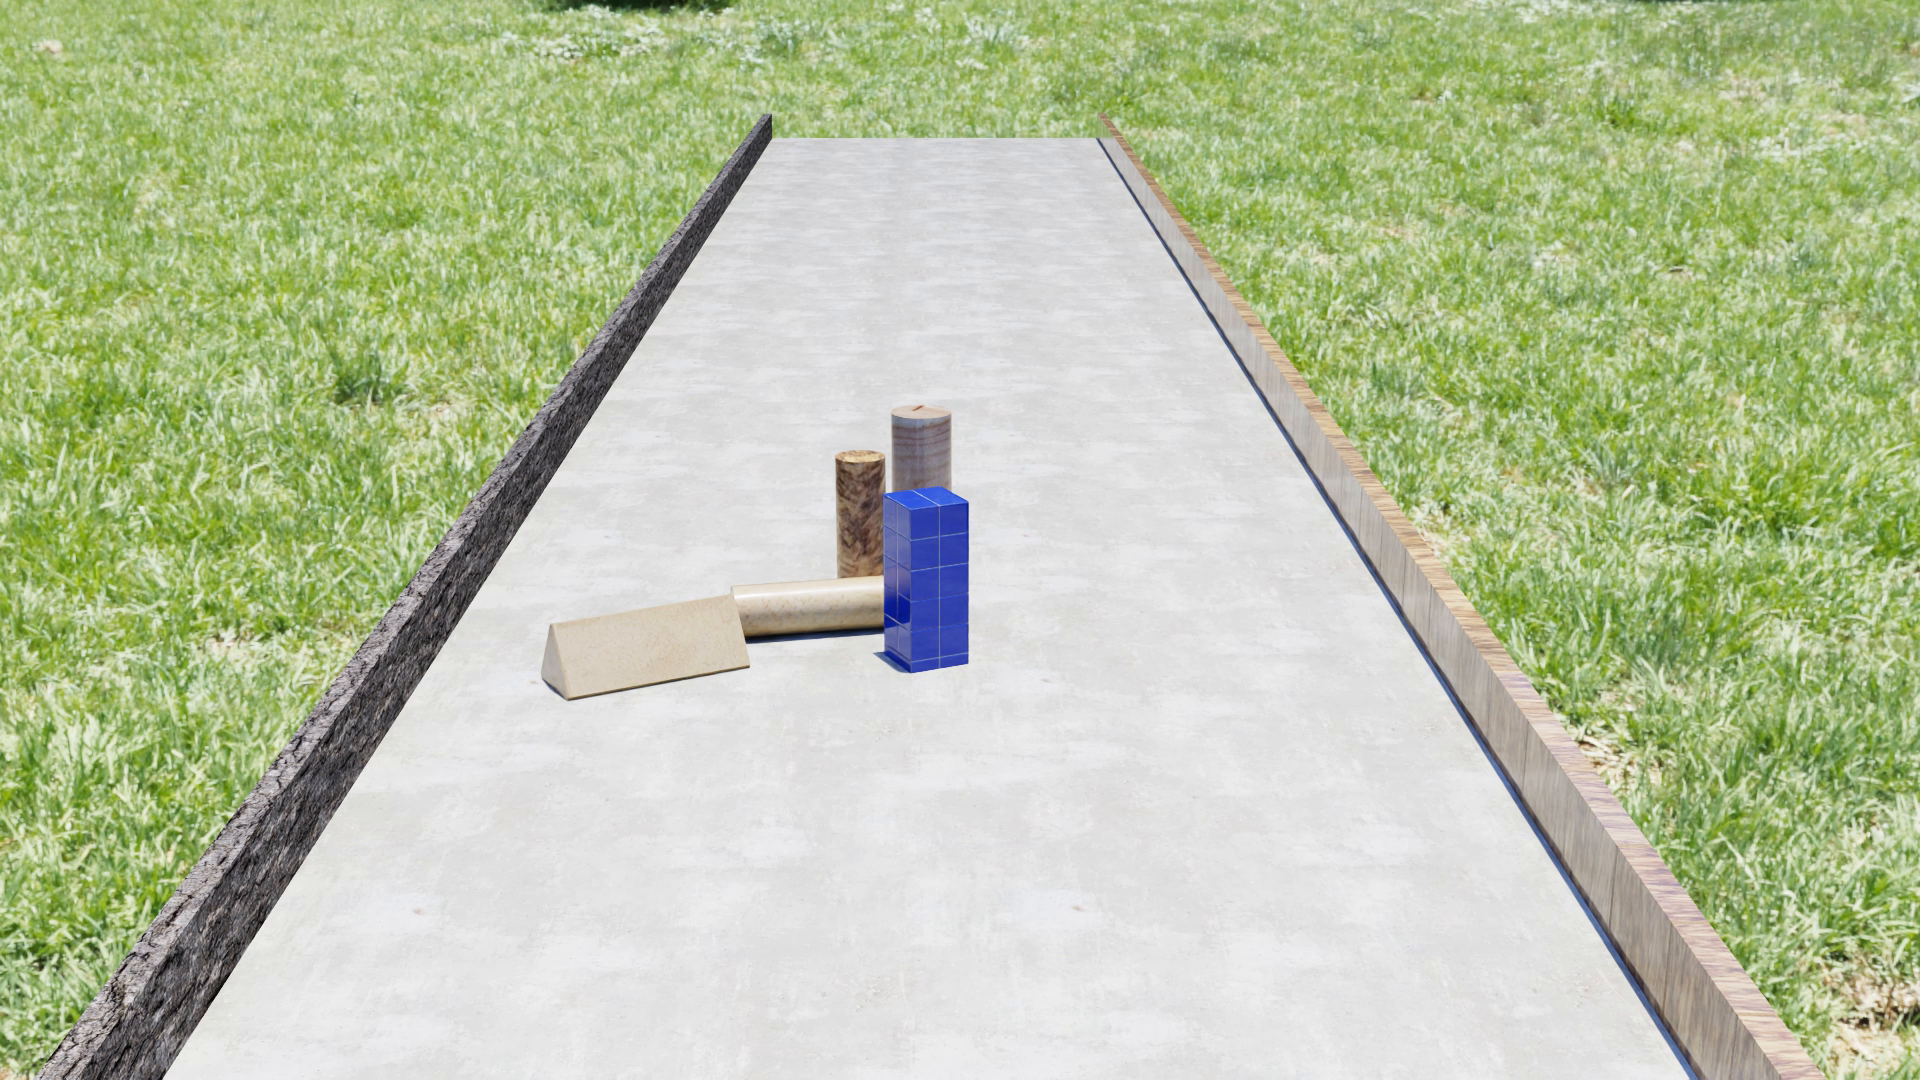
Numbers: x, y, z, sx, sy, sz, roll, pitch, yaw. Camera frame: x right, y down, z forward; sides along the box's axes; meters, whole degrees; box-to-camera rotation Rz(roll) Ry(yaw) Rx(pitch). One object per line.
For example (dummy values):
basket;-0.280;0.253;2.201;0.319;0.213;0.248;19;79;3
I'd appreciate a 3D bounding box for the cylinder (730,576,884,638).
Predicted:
cylinder;-0.258;0.135;4.583;0.431;0.109;0.109;-4;17;-13

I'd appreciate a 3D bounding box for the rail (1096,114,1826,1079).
rail;0.932;-0.844;7.801;0.050;0.150;12.000;0;17;-1

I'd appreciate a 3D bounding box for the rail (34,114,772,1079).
rail;-1.118;-0.838;7.780;0.050;0.150;12.000;0;17;-1

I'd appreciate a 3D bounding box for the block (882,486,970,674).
block;-0.068;0.078;4.373;0.128;0.337;0.128;-8;18;-25

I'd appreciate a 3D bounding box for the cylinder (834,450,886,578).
cylinder;-0.210;-0.012;4.667;0.107;0.342;0.107;0;16;0

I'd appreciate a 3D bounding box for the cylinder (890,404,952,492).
cylinder;-0.085;-0.100;4.896;0.135;0.381;0.135;0;17;0

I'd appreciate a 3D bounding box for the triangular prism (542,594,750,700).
triangular prism;-0.619;0.196;4.324;0.381;0.131;0.151;-9;19;-28
